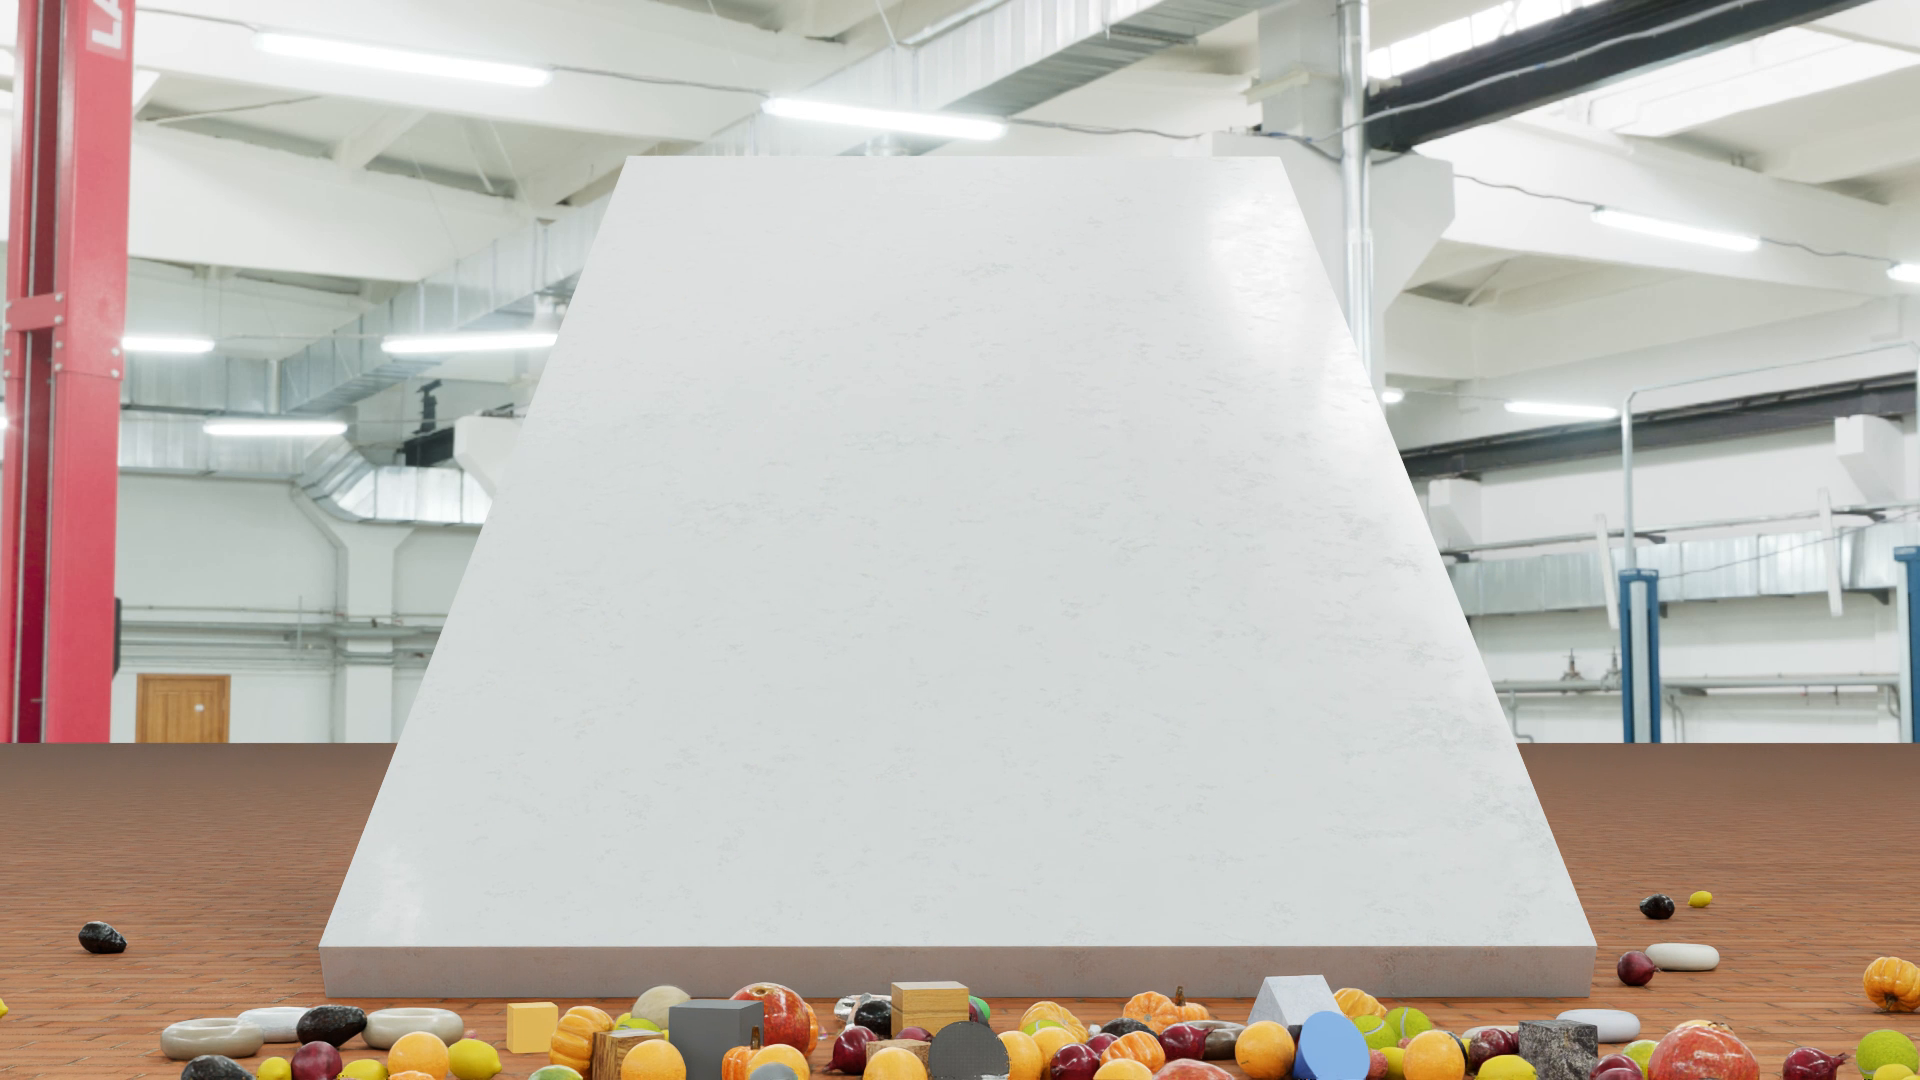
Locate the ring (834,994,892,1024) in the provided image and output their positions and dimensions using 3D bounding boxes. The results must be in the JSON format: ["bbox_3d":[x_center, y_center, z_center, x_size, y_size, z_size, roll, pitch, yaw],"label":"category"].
[{"bbox_3d":[-0.127,0.678,3.414,0.109,0.036,0.109,1,-4,0],"label":"ring"}]

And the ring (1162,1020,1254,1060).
[{"bbox_3d":[0.322,0.648,3.069,0.119,0.040,0.119,1,-3,0],"label":"ring"}]

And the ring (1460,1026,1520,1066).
[{"bbox_3d":[0.699,0.642,3.008,0.126,0.042,0.126,0,-6,0],"label":"ring"}]

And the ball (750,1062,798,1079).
[{"bbox_3d":[-0.203,0.598,2.583,0.058,0.058,0.058,0,-5,0],"label":"ball"}]

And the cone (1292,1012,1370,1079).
[{"bbox_3d":[0.422,0.626,2.834,0.096,0.096,0.096,3,-32,-29],"label":"cone"}]

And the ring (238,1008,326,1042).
[{"bbox_3d":[-0.928,0.662,3.235,0.121,0.040,0.121,0,-6,0],"label":"ring"}]

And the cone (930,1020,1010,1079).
[{"bbox_3d":[-0.002,0.619,2.739,0.096,0.096,0.096,2,-34,-18],"label":"cone"}]

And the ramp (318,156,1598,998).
[{"bbox_3d":[-0.010,-0.227,5.512,2.000,0.100,4.000,0,27,0],"label":"ramp"}]

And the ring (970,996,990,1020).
[{"bbox_3d":[-0.011,0.666,3.354,0.109,0.036,0.109,5,-21,2],"label":"ring"}]

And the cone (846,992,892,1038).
[{"bbox_3d":[-0.112,0.669,3.271,0.067,0.067,0.067,29,-14,-16],"label":"cone"}]

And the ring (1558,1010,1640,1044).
[{"bbox_3d":[0.869,0.663,3.231,0.114,0.038,0.114,-1,-6,0],"label":"ring"}]

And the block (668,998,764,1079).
[{"bbox_3d":[-0.294,0.606,2.865,0.089,0.089,0.089,-1,-5,14],"label":"block"}]

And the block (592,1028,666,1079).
[{"bbox_3d":[-0.392,0.614,2.800,0.062,0.062,0.062,3,-6,-36],"label":"block"}]

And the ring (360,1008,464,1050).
[{"bbox_3d":[-0.732,0.654,3.170,0.136,0.045,0.136,1,-5,0],"label":"ring"}]

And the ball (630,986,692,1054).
[{"bbox_3d":[-0.385,0.625,3.083,0.088,0.088,0.088,0,-5,0],"label":"ball"}]

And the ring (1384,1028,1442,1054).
[{"bbox_3d":[0.597,0.659,3.119,0.076,0.025,0.076,1,-4,0],"label":"ring"}]

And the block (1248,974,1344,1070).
[{"bbox_3d":[0.420,0.602,2.959,0.080,0.080,0.080,2,36,-20],"label":"block"}]

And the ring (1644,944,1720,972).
[{"bbox_3d":[1.283,0.742,4.214,0.128,0.043,0.128,0,-6,0],"label":"ring"}]

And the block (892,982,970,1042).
[{"bbox_3d":[-0.040,0.627,3.100,0.087,0.087,0.087,1,-5,-11],"label":"block"}]

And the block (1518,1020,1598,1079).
[{"bbox_3d":[0.721,0.617,2.857,0.067,0.067,0.067,2,-5,-19],"label":"block"}]

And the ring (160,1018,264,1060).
[{"bbox_3d":[-0.967,0.646,3.067,0.130,0.043,0.130,0,-4,0],"label":"ring"}]

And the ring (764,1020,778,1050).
[{"bbox_3d":[-0.295,0.656,3.144,0.110,0.037,0.110,1,-5,0],"label":"ring"}]

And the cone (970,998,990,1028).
[{"bbox_3d":[0.005,0.670,3.257,0.059,0.059,0.059,-26,1,-14],"label":"cone"}]

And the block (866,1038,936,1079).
[{"bbox_3d":[-0.068,0.611,2.736,0.059,0.059,0.059,3,-6,-34],"label":"block"}]

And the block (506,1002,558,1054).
[{"bbox_3d":[-0.565,0.644,3.130,0.058,0.058,0.058,2,-5,-19],"label":"block"}]
